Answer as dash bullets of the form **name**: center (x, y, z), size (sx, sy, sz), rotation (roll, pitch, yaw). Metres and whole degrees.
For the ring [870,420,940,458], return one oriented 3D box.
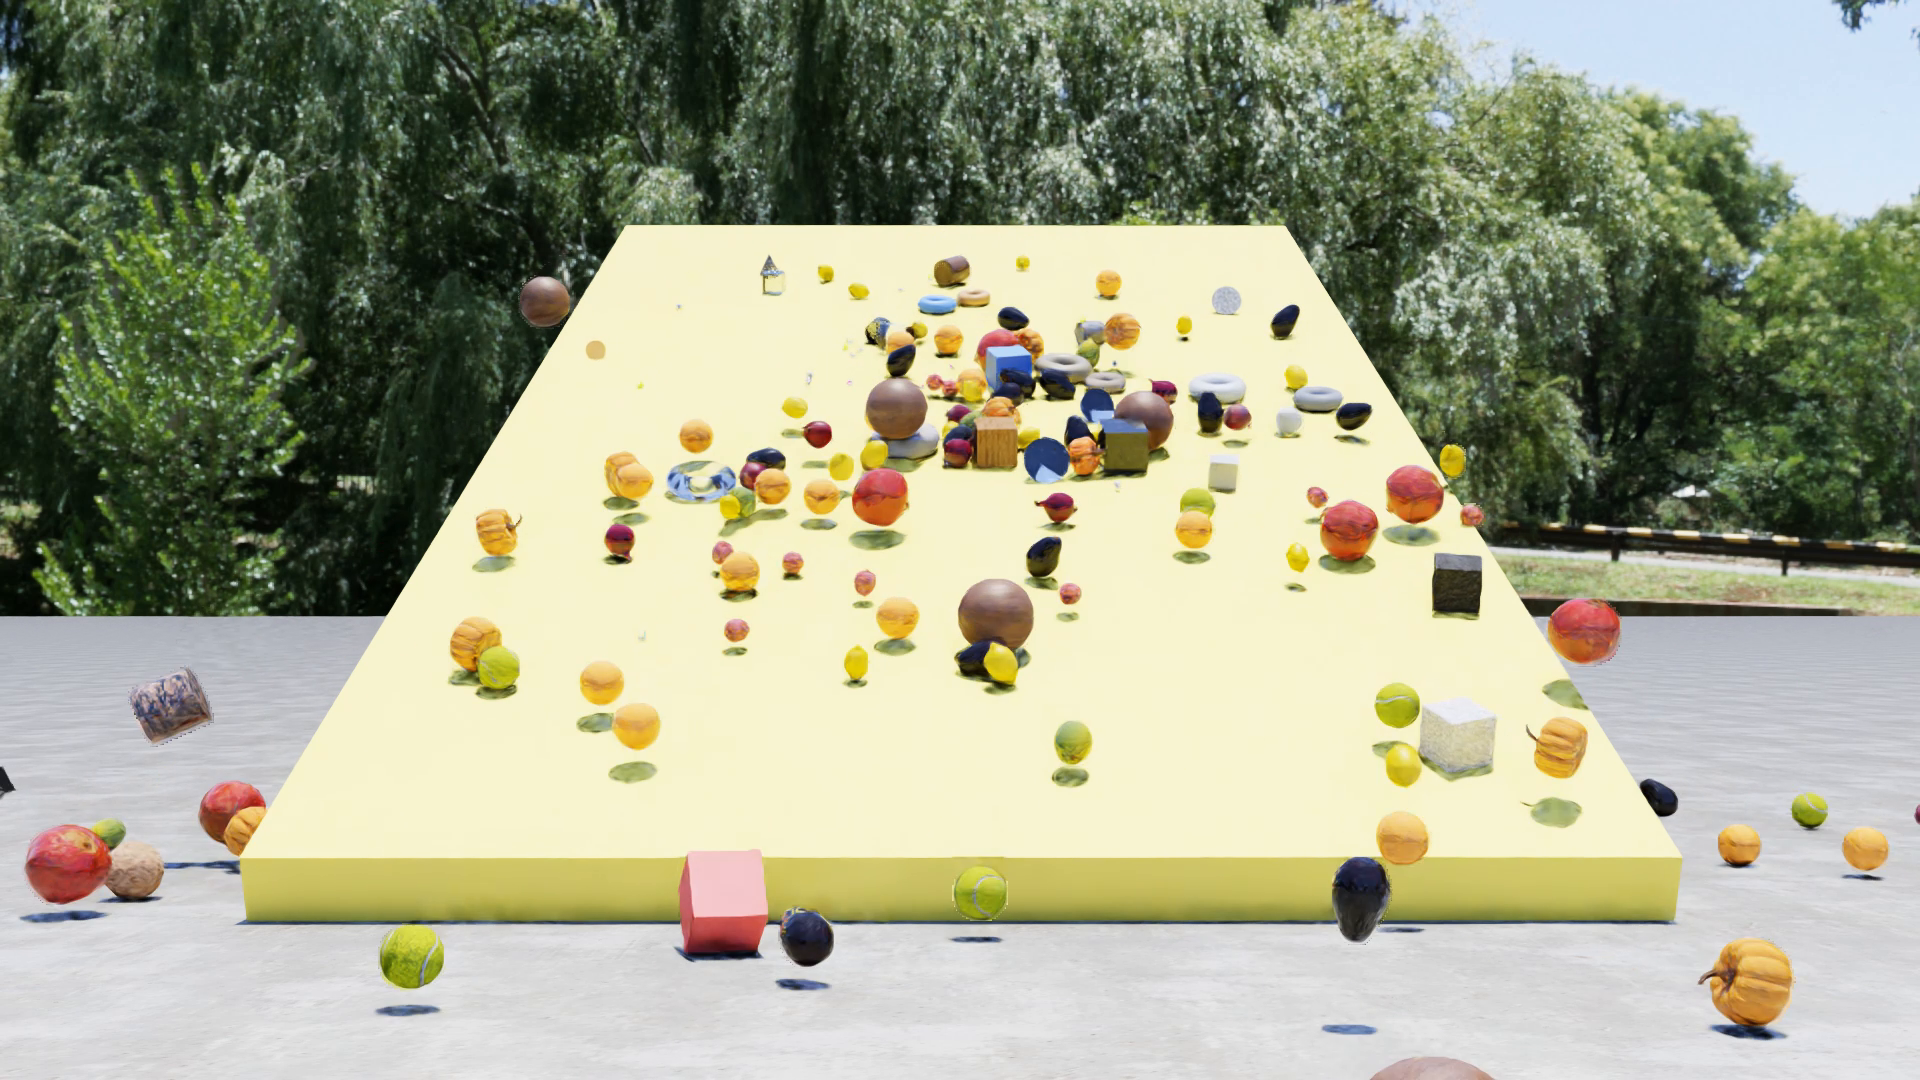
- **ring**: center (-0.117, -0.215, 4.835), size (0.146, 0.049, 0.146), rotation (-2, 26, 1)

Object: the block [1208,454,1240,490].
- **block**: center (0.537, -0.138, 4.624), size (0.057, 0.057, 0.057), rotation (4, 21, 9)

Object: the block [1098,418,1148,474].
- **block**: center (0.339, -0.195, 4.728), size (0.090, 0.090, 0.090), rotation (-2, 20, -5)

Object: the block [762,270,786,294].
- **block**: center (-0.501, -0.693, 6.120), size (0.052, 0.052, 0.052), rotation (2, 21, 6)

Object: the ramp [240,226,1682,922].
- **ramp**: center (-0.005, -0.210, 5.041), size (2.000, 0.100, 4.000), rotation (0, 20, 0)

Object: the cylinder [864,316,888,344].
- **cylinder**: center (-0.204, -0.522, 5.656), size (0.055, 0.055, 0.055), rotation (0, 20, 13)

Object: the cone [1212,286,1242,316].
- **cone**: center (0.696, -0.618, 5.948), size (0.078, 0.078, 0.078), rotation (0, -6, 3)

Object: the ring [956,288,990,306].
- **ring**: center (0.035, -0.641, 6.013), size (0.094, 0.031, 0.094), rotation (-1, 21, 0)

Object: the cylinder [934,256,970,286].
- **cylinder**: center (-0.022, -0.735, 6.204), size (0.073, 0.073, 0.073), rotation (-2, 14, 42)

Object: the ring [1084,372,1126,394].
- **ring**: center (0.336, -0.364, 5.267), size (0.097, 0.032, 0.097), rotation (0, 22, 0)

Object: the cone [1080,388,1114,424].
- **cone**: center (0.293, -0.291, 5.065), size (0.080, 0.080, 0.080), rotation (1, -7, -16)

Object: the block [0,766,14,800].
- **block**: center (-2.083, 0.530, 4.876), size (0.060, 0.060, 0.060), rotation (-32, -5, 22)

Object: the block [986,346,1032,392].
- **block**: center (0.112, -0.398, 5.283), size (0.084, 0.084, 0.084), rotation (-6, 21, -16)

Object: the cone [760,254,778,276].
- **cone**: center (-0.529, -0.766, 6.306), size (0.059, 0.059, 0.059), rotation (0, 20, 0)

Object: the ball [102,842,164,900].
- **ball**: center (-1.243, 0.497, 3.419), size (0.088, 0.088, 0.088), rotation (0, -2, 0)

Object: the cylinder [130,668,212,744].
- **cylinder**: center (-1.347, 0.283, 3.879), size (0.100, 0.100, 0.100), rotation (-24, 3, -11)

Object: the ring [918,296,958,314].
- **ring**: center (-0.058, -0.616, 5.940), size (0.102, 0.034, 0.102), rotation (1, 20, 0)

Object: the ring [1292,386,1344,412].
- **ring**: center (0.810, -0.320, 5.143), size (0.114, 0.038, 0.114), rotation (0, 19, 0)

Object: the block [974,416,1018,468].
- **block**: center (0.074, -0.205, 4.764), size (0.084, 0.084, 0.084), rotation (-2, 20, -4)

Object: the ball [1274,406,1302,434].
- **ball**: center (0.716, -0.261, 4.953), size (0.060, 0.060, 0.060), rotation (0, -2, 0)

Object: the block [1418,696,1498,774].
- **block**: center (0.752, 0.293, 3.432), size (0.080, 0.080, 0.080), rotation (-9, 22, -23)

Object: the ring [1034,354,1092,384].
- **ring**: center (0.242, -0.404, 5.353), size (0.140, 0.047, 0.140), rotation (3, 22, -1)

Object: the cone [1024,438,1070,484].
- **cone**: center (0.174, -0.157, 4.694), size (0.096, 0.096, 0.096), rotation (0, -6, -4)

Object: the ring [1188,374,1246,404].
- **ring**: center (0.590, -0.348, 5.209), size (0.134, 0.045, 0.134), rotation (-1, 21, 0)

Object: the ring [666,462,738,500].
- **ring**: center (-0.522, -0.120, 4.585), size (0.145, 0.048, 0.145), rotation (1, 22, 0)

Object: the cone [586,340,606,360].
- **cone**: center (-0.885, -0.457, 5.524), size (0.050, 0.050, 0.050), rotation (0, -6, -9)

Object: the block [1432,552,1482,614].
- **block**: center (0.878, 0.076, 4.017), size (0.080, 0.080, 0.080), rotation (3, 21, 9)

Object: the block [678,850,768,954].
- **block**: center (-0.302, 0.459, 2.890), size (0.094, 0.094, 0.094), rotation (0, -38, -15)
